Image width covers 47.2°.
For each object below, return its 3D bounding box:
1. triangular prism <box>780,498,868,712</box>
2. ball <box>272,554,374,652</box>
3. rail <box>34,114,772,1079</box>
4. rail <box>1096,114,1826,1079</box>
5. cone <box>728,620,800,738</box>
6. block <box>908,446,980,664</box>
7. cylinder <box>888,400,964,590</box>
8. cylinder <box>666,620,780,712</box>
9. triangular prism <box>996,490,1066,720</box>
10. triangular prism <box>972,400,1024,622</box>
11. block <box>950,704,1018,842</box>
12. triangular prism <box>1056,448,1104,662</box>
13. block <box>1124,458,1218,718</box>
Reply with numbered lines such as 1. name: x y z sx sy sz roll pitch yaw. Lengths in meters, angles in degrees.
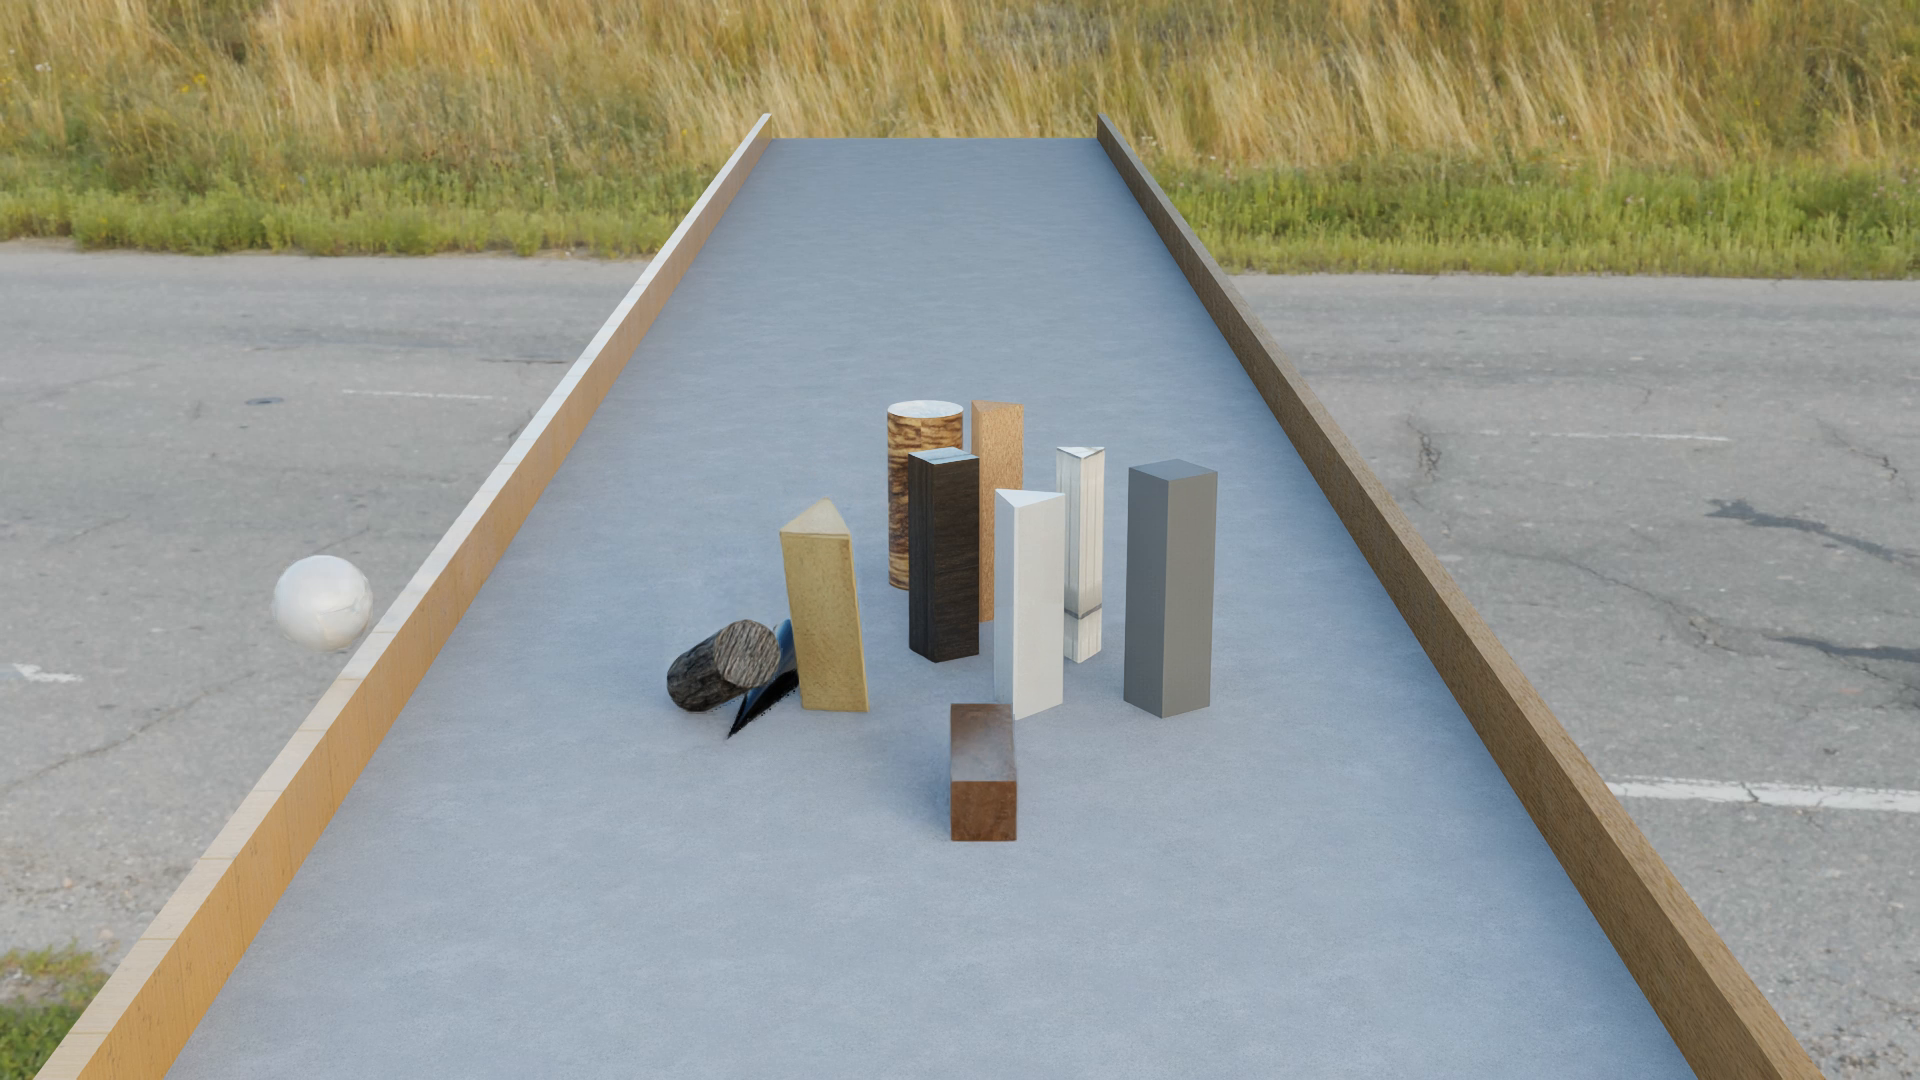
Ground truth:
1. triangular prism: -0.238 0.121 4.067 0.127 0.414 0.110 2 36 9
2. ball: -1.139 0.114 3.932 0.175 0.175 0.175 0 17 0
3. rail: -1.118 -0.838 7.780 0.050 0.150 12.000 0 17 -1
4. rail: 0.932 -0.844 7.801 0.050 0.150 12.000 0 17 -1
5. cone: -0.370 0.286 4.156 0.123 0.123 0.358 5 27 17
6. block: -0.032 0.030 4.406 0.103 0.411 0.103 -10 19 -30
7. cylinder: -0.076 -0.098 4.863 0.167 0.394 0.167 0 17 0
8. cylinder: -0.429 0.230 3.948 0.116 0.116 0.424 -6 -8 -19
9. triangular prism: 0.108 0.114 4.122 0.114 0.412 0.132 16 23 42
10. triangular prism: 0.057 -0.065 4.648 0.114 0.455 0.099 -13 21 -37
11. block: 0.038 0.390 3.728 0.106 0.106 0.347 0 17 0
12. triangular prism: 0.227 0.025 4.397 0.081 0.424 0.093 10 19 29
13. block: 0.393 0.090 4.116 0.116 0.460 0.116 -11 20 -32
